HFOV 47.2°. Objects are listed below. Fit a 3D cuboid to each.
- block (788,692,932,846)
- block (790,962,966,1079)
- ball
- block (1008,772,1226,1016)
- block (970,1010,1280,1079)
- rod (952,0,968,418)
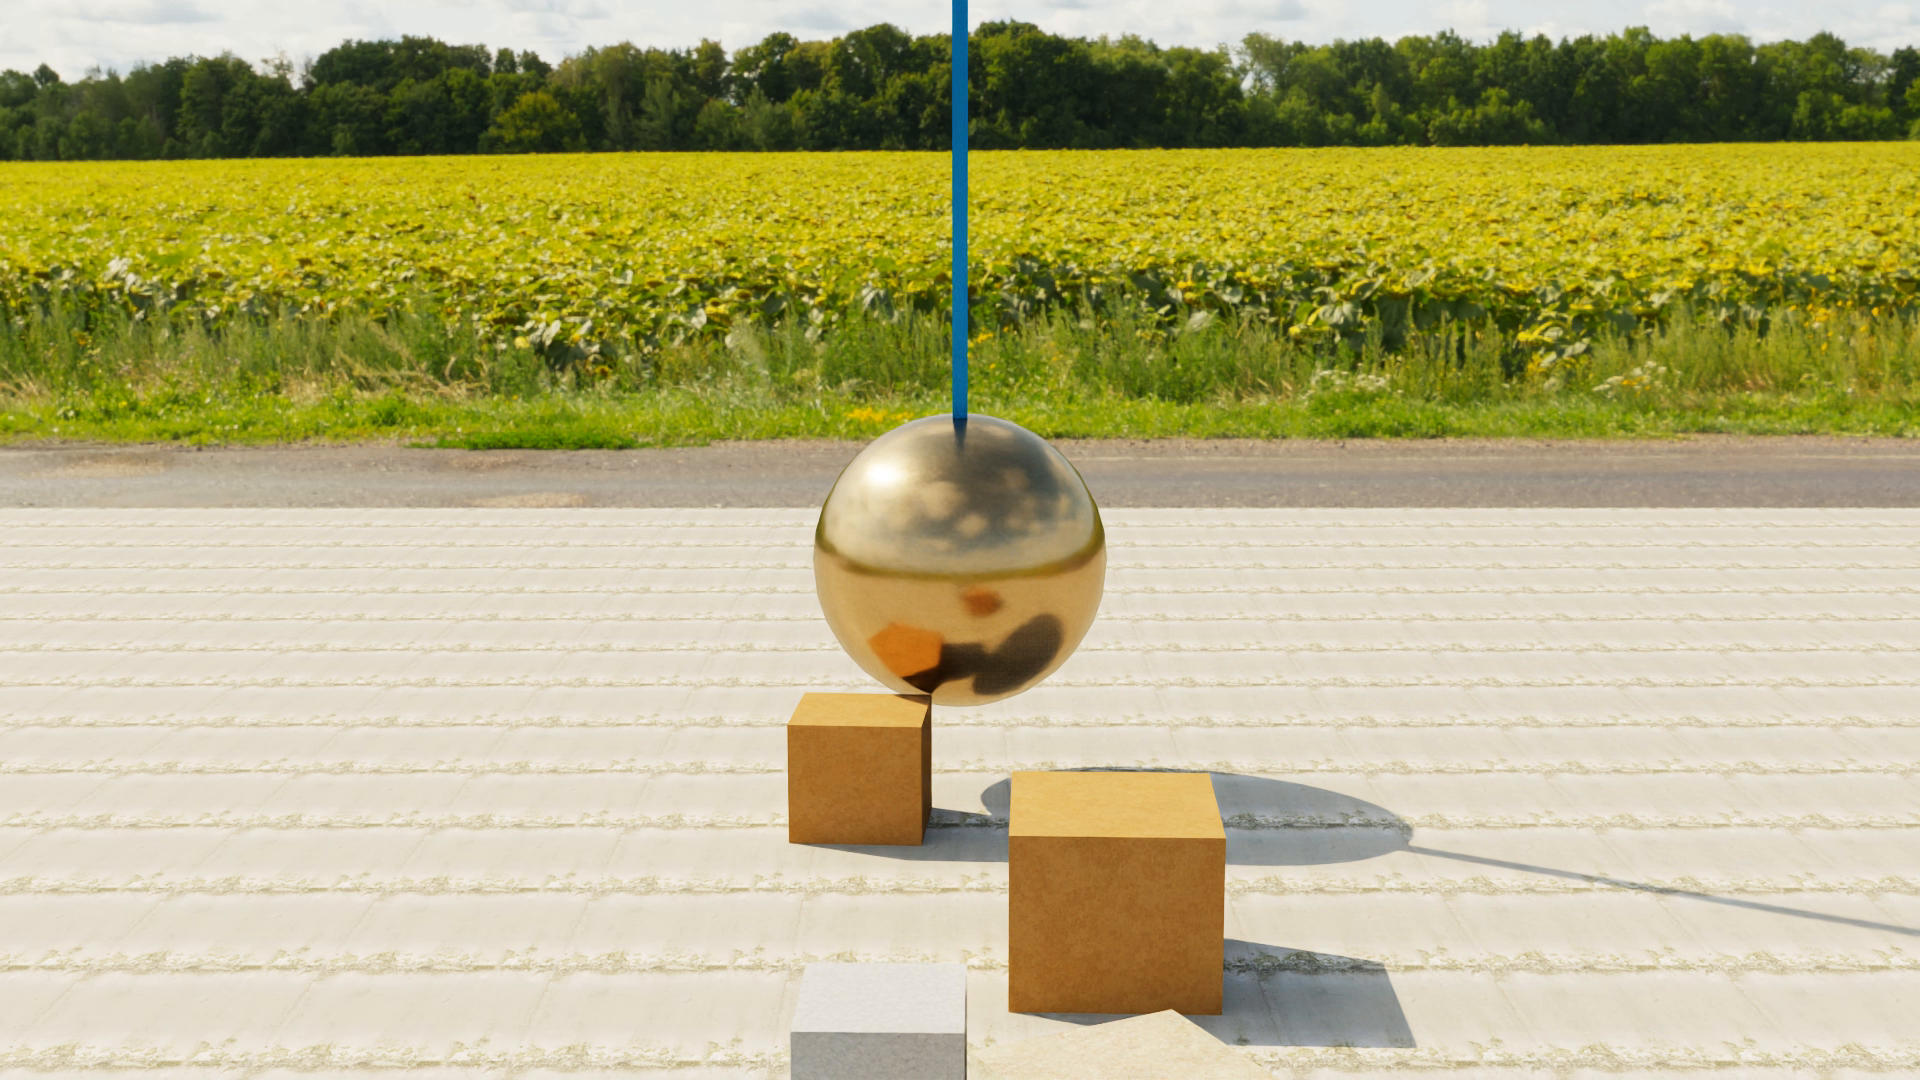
[{"bbox_3d":[-0.508,1.175,11.375,0.675,0.618,0.659,1,10,4],"label":"block"},{"bbox_3d":[-0.274,1.869,7.773,0.586,0.541,0.633,0,10,1],"label":"block"},{"bbox_3d":[0.000,0.106,11.957,1.600,1.600,1.600,0,10,0],"label":"ball"},{"bbox_3d":[0.648,1.478,9.341,0.869,0.750,0.920,0,10,2],"label":"block"},{"bbox_3d":[0.503,1.960,6.771,0.738,0.720,0.635,-5,12,-26],"label":"block"},{"bbox_3d":[0.000,-3.138,10.938,0.080,5.200,0.080,0,17,0],"label":"rod"}]
